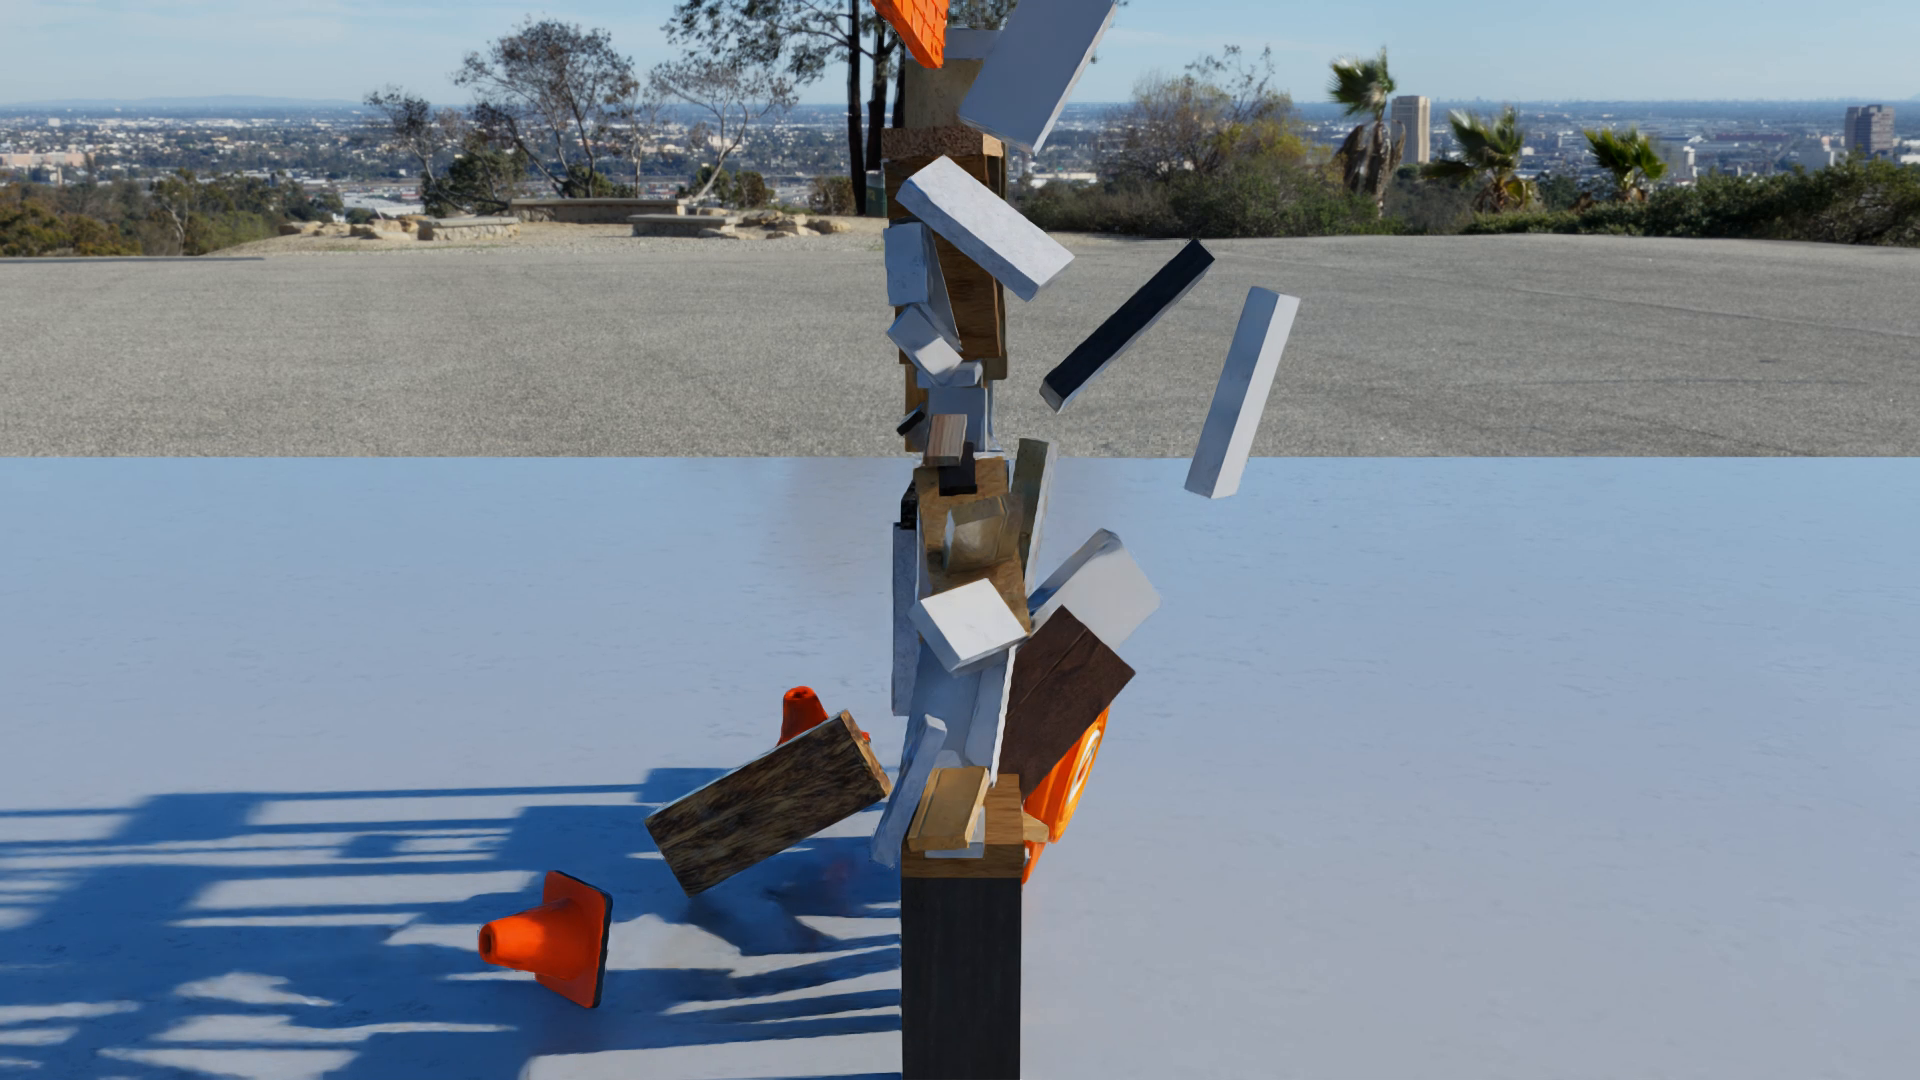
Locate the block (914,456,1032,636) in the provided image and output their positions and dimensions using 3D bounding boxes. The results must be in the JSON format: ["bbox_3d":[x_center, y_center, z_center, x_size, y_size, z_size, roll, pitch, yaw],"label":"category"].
[{"bbox_3d":[0.016,0.016,2.984,0.123,0.247,0.035,-8,-15,-5],"label":"block"}]

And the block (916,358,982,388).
[{"bbox_3d":[-0.016,-0.270,3.537,0.091,0.026,0.182,-3,11,5],"label":"block"}]

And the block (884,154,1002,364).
[{"bbox_3d":[-0.027,-0.453,3.557,0.162,0.324,0.046,-3,8,6],"label":"block"}]

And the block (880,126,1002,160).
[{"bbox_3d":[-0.027,-0.656,3.638,0.162,0.046,0.324,-1,9,7],"label":"block"}]

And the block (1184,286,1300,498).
[{"bbox_3d":[0.419,-0.219,3.264,0.044,0.311,0.156,21,10,17],"label":"block"}]

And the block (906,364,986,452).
[{"bbox_3d":[-0.026,-0.302,3.902,0.143,0.286,0.041,0,12,-2],"label":"block"}]

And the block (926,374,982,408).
[{"bbox_3d":[-0.005,-0.177,3.605,0.091,0.182,0.026,-3,6,7],"label":"block"}]

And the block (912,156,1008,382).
[{"bbox_3d":[-0.006,-0.464,3.776,0.162,0.377,0.046,-2,8,5],"label":"block"}]

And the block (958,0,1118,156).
[{"bbox_3d":[0.119,-0.732,3.363,0.132,0.265,0.037,27,-7,13],"label":"block"}]

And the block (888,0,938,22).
[{"bbox_3d":[-0.125,-0.958,3.559,0.265,0.132,0.037,20,6,-43],"label":"block"}]

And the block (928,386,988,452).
[{"bbox_3d":[-0.004,-0.151,3.484,0.091,0.182,0.026,2,7,7],"label":"block"}]

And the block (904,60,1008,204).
[{"bbox_3d":[-0.006,-0.659,3.847,0.176,0.353,0.050,1,10,6],"label":"block"}]

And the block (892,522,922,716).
[{"bbox_3d":[-0.030,0.128,3.589,0.158,0.315,0.045,-1,11,-7],"label":"block"}]

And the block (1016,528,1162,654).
[{"bbox_3d":[0.160,0.140,3.359,0.301,0.150,0.043,-44,29,-14],"label":"block"}]

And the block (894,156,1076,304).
[{"bbox_3d":[0.040,-0.483,3.406,0.265,0.037,0.132,39,39,6],"label":"block"}]

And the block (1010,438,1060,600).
[{"bbox_3d":[0.098,-0.002,3.439,0.044,0.311,0.156,11,4,8],"label":"block"}]

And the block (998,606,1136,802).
[{"bbox_3d":[0.105,0.256,3.235,0.301,0.150,0.043,-47,-2,-18],"label":"block"}]

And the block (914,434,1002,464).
[{"bbox_3d":[-0.007,-0.168,4.081,0.148,0.042,0.297,0,10,-4],"label":"block"}]

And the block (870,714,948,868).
[{"bbox_3d":[-0.067,0.321,2.832,0.027,0.187,0.094,22,2,-5],"label":"block"}]

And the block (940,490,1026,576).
[{"bbox_3d":[0.029,-0.007,2.872,0.094,0.027,0.187,-13,-19,-9],"label":"block"}]

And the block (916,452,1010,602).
[{"bbox_3d":[0.002,-0.003,3.101,0.123,0.247,0.035,-1,24,-6],"label":"block"}]

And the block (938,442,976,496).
[{"bbox_3d":[-0.005,-0.097,2.971,0.049,0.014,0.099,-3,39,0],"label":"block"}]

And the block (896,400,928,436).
[{"bbox_3d":[-0.077,-0.206,3.714,0.053,0.015,0.106,-39,7,12],"label":"block"}]

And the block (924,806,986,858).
[{"bbox_3d":[-0.005,0.372,2.810,0.074,0.021,0.148,0,11,2],"label":"block"}]

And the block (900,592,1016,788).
[{"bbox_3d":[0.004,0.193,2.970,0.123,0.291,0.035,2,-31,14],"label":"block"}]

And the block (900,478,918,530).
[{"bbox_3d":[-0.006,-0.066,3.651,0.157,0.045,0.315,1,11,4],"label":"block"}]

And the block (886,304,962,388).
[{"bbox_3d":[-0.055,-0.300,3.412,0.017,0.121,0.060,-11,39,54],"label":"block"}]

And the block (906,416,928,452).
[{"bbox_3d":[-0.039,-0.152,3.673,0.053,0.106,0.015,-39,-10,13],"label":"block"}]

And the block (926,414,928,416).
[{"bbox_3d":[-0.036,-0.165,3.742,0.053,0.106,0.015,-39,-10,11],"label":"block"}]

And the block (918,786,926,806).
[{"bbox_3d":[-0.012,0.337,2.900,0.074,0.021,0.148,1,2,4],"label":"block"}]

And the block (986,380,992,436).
[{"bbox_3d":[-0.012,-0.337,4.094,0.143,0.286,0.041,0,10,-2],"label":"block"}]

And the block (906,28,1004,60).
[{"bbox_3d":[-0.003,-0.877,3.922,0.176,0.050,0.353,0,10,0],"label":"block"}]

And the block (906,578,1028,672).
[{"bbox_3d":[0.010,0.109,2.854,0.027,0.094,0.187,-41,-12,27],"label":"block"}]

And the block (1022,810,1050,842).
[{"bbox_3d":[0.062,0.440,3.499,0.083,0.023,0.166,5,10,-33],"label":"block"}]

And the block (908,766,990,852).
[{"bbox_3d":[-0.013,0.338,2.771,0.074,0.021,0.148,-5,28,15],"label":"block"}]

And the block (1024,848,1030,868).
[{"bbox_3d":[0.037,0.539,3.445,0.083,0.166,0.023,19,28,-15],"label":"block"}]

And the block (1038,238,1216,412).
[{"bbox_3d":[0.252,-0.325,3.360,0.311,0.044,0.156,-43,-2,-3],"label":"block"}]

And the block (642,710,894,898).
[{"bbox_3d":[-0.316,0.434,3.605,0.396,0.150,0.043,-29,4,17],"label":"block"}]

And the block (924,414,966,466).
[{"bbox_3d":[-0.020,-0.137,2.998,0.050,0.014,0.099,0,38,6],"label":"block"}]

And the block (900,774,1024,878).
[{"bbox_3d":[0.004,0.379,2.950,0.157,0.044,0.313,0,10,0],"label":"block"}]

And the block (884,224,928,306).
[{"bbox_3d":[-0.084,-0.427,3.420,0.060,0.121,0.017,-5,-4,12],"label":"block"}]

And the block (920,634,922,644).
[{"bbox_3d":[-0.002,0.130,3.139,0.093,0.026,0.186,-2,-1,5],"label":"block"}]

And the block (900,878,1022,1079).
[{"bbox_3d":[0.002,0.571,2.903,0.157,0.313,0.044,0,18,0],"label":"block"}]

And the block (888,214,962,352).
[{"bbox_3d":[-0.054,-0.402,3.480,0.060,0.226,0.017,-14,10,6],"label":"block"}]
